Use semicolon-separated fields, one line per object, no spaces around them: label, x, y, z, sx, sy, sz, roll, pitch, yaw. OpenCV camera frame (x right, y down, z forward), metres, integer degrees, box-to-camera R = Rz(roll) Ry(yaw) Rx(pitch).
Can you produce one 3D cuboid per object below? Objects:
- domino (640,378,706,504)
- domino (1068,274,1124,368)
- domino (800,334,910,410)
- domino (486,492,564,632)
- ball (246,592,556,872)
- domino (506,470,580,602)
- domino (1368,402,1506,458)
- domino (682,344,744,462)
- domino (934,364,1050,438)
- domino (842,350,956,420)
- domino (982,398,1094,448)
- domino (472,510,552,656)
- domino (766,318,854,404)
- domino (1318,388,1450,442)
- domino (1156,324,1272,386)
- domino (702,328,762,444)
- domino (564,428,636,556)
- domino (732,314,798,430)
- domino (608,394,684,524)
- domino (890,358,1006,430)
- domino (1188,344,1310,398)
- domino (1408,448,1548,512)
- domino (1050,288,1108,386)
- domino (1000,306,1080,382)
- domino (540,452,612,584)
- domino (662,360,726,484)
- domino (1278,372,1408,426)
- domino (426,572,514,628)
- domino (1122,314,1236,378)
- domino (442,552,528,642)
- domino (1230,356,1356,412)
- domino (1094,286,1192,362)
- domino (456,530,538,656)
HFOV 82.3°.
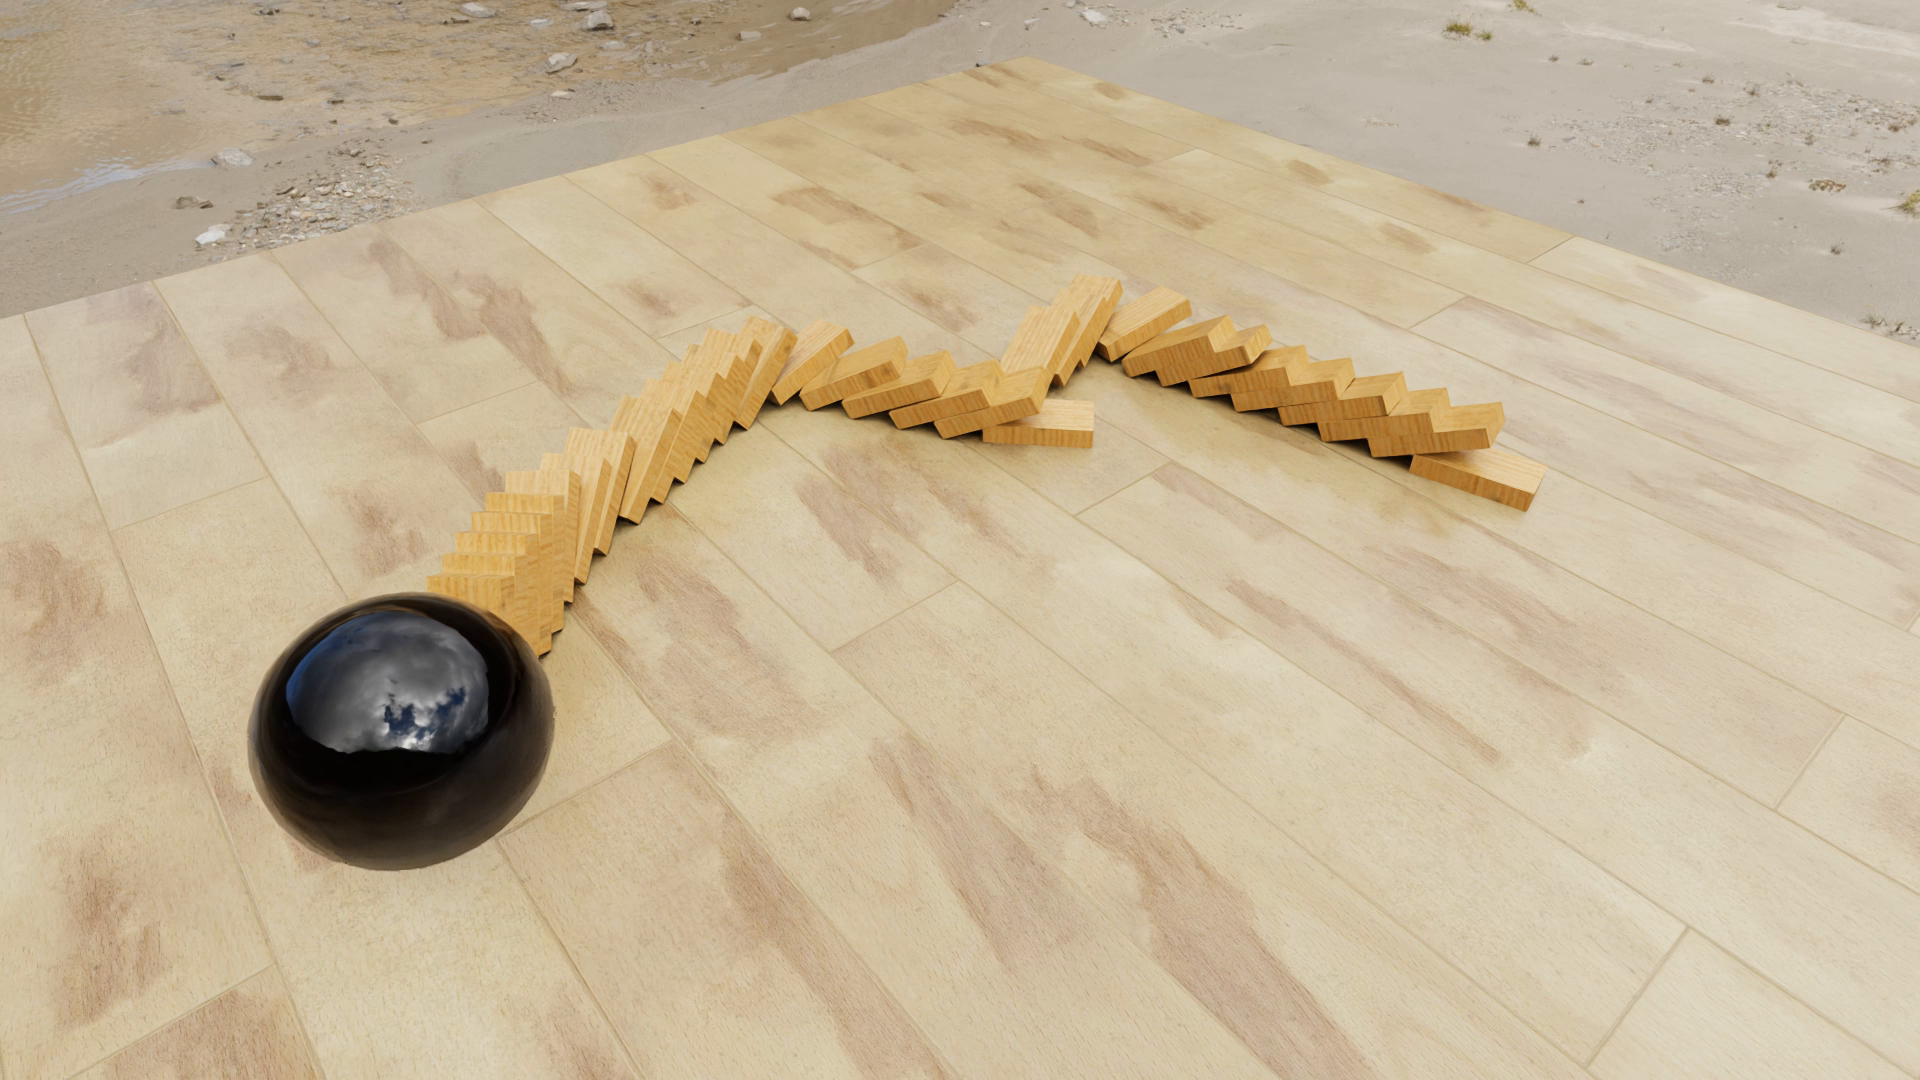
domino;-0.131;-0.043;0.474;0.025;0.010;0.050;16;79;18
domino;0.061;-0.112;0.561;0.025;0.010;0.050;15;67;32
domino;-0.050;-0.080;0.524;0.050;0.010;0.025;-17;34;21
domino;-0.160;0.008;0.404;0.025;0.050;0.010;3;5;3
ball;-0.161;0.055;0.321;0.080;0.080;0.080;0;39;0
domino;-0.161;-0.001;0.420;0.025;0.009;0.050;-2;78;5
domino;0.209;-0.048;0.484;0.050;0.009;0.025;-2;30;43
domino;-0.119;-0.062;0.497;0.025;0.009;0.050;16;79;19
domino;0.015;-0.063;0.502;0.050;0.010;0.025;-12;37;29
domino;-0.029;-0.073;0.515;0.050;0.010;0.025;-10;36;30
domino;0.037;-0.055;0.510;0.050;0.010;0.025;4;39;5
domino;-0.161;0.015;0.395;0.025;0.050;0.010;3;5;3
domino;-0.078;-0.087;0.536;0.050;0.010;0.025;-44;44;-21
domino;0.191;-0.056;0.495;0.050;0.009;0.025;-2;30;43
domino;0.122;-0.089;0.531;0.050;0.009;0.025;-10;25;46
domino;-0.113;-0.071;0.508;0.025;0.010;0.050;15;78;19
domino;-0.151;-0.020;0.448;0.025;0.009;0.050;6;72;8
domino;-0.099;-0.079;0.518;0.025;0.009;0.050;24;82;26
domino;-0.138;-0.034;0.463;0.025;0.010;0.050;16;78;18
domino;-0.006;-0.067;0.507;0.050;0.010;0.025;-10;37;31
domino;0.138;-0.080;0.525;0.050;0.009;0.025;-2;31;42
domino;0.227;-0.031;0.481;0.050;0.010;0.025;24;45;26
domino;0.051;-0.101;0.547;0.025;0.010;0.050;18;69;33
domino;0.036;-0.091;0.534;0.025;0.010;0.050;14;66;31
domino;-0.156;-0.009;0.434;0.025;0.010;0.050;5;72;6
domino;-0.125;-0.052;0.485;0.025;0.010;0.050;15;78;18
domino;0.175;-0.064;0.504;0.050;0.010;0.025;-2;29;45
domino;-0.164;0.037;0.369;0.025;0.050;0.010;2;6;3
domino;0.107;-0.095;0.539;0.050;0.010;0.025;-10;25;45
domino;-0.163;0.030;0.378;0.025;0.050;0.010;2;6;3
domino;0.156;-0.073;0.515;0.050;0.010;0.025;-3;30;41
domino;0.091;-0.112;0.565;0.050;0.010;0.025;-31;37;-8
domino;-0.163;0.022;0.387;0.025;0.050;0.009;2;6;3
